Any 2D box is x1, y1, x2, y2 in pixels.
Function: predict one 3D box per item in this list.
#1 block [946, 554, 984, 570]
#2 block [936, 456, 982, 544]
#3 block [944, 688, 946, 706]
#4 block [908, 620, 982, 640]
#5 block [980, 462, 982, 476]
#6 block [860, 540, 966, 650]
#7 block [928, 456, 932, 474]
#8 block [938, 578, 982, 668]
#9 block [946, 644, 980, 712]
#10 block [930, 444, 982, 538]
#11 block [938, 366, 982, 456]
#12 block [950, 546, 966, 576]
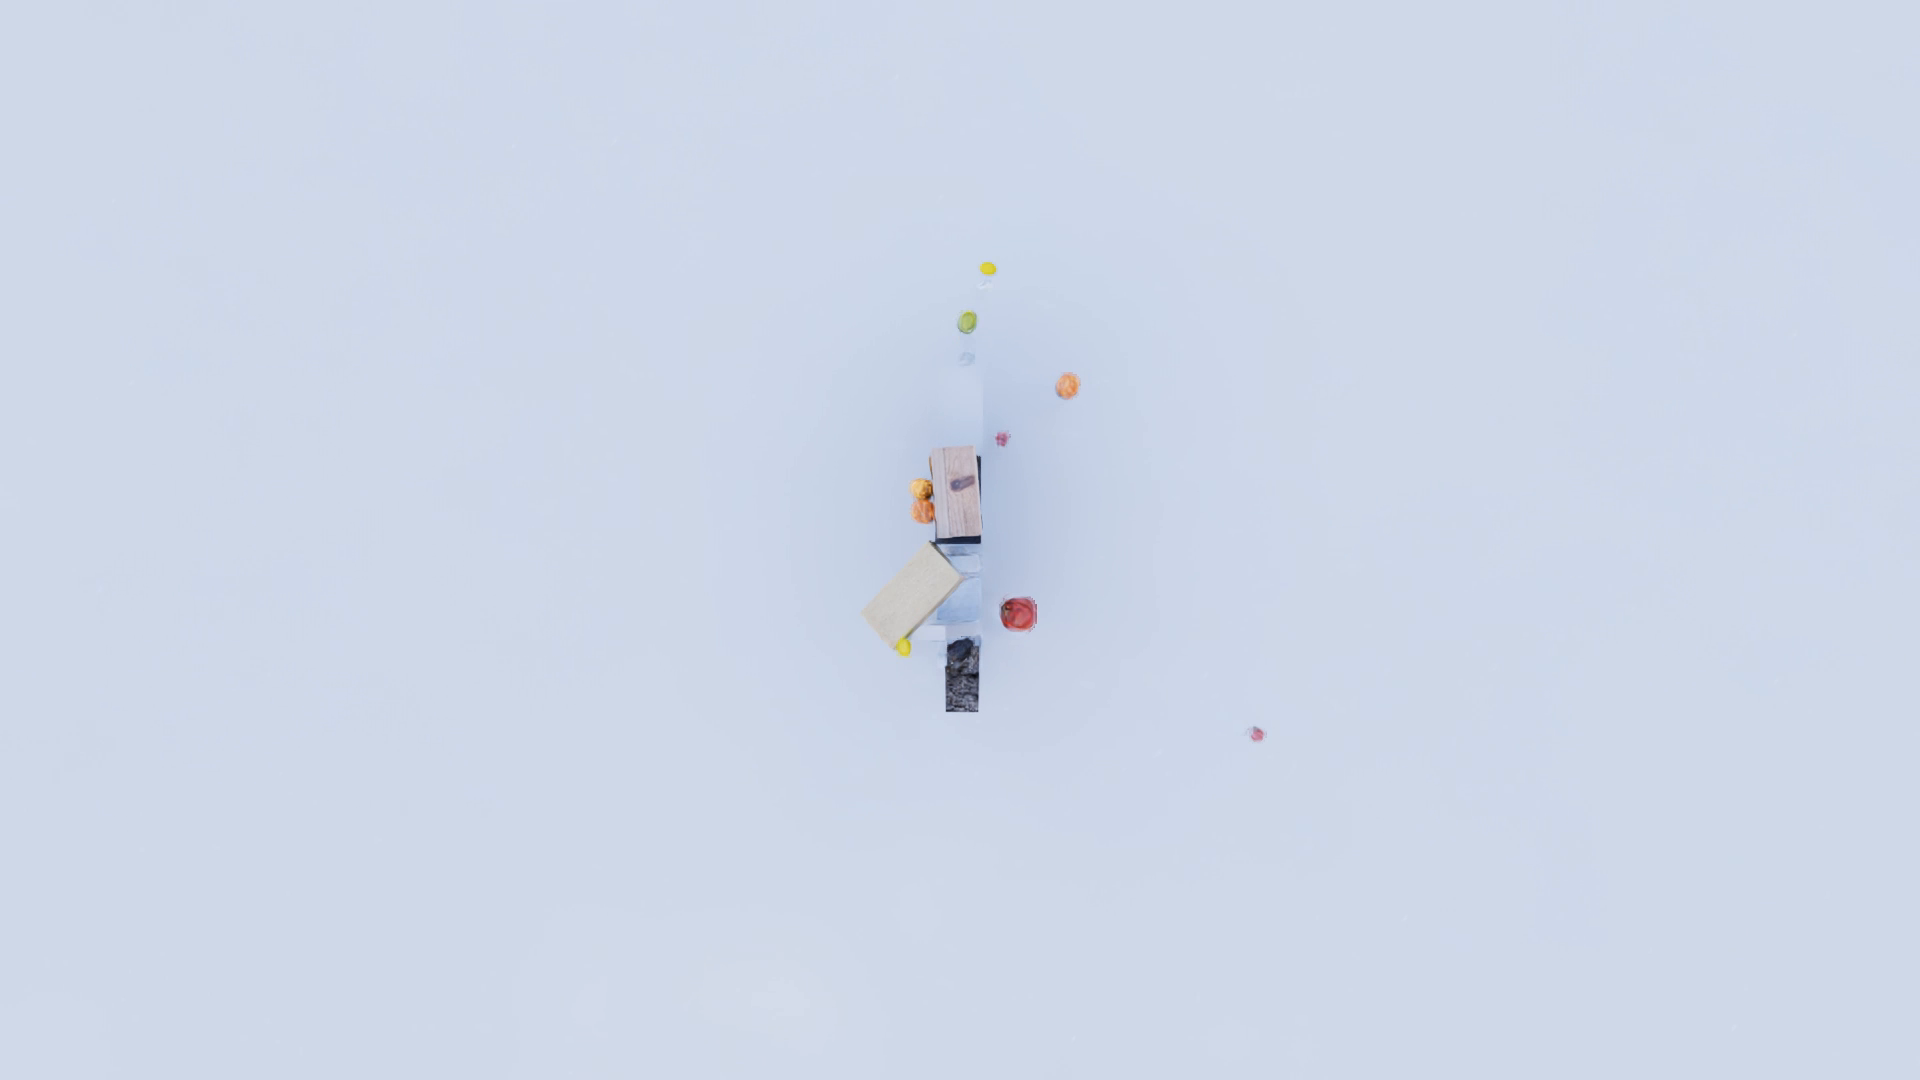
[{"bbox_3d":[-0.012,0.069,5.130,0.152,0.511,0.043,0,90,2],"label":"block"},{"bbox_3d":[-0.005,-0.129,5.196,0.142,0.040,0.284,0,90,0],"label":"block"},{"bbox_3d":[0.001,0.492,5.240,0.100,0.520,0.028,0,89,0],"label":"block"},{"bbox_3d":[-0.057,0.272,5.010,0.152,0.304,0.043,0,90,21],"label":"block"},{"bbox_3d":[-0.004,-0.223,5.358,0.142,0.284,0.040,0,90,0],"label":"block"},{"bbox_3d":[-0.140,0.165,4.862,0.304,0.043,0.152,-46,72,12],"label":"block"},{"bbox_3d":[-0.025,-0.229,5.042,0.134,0.267,0.038,-10,86,0],"label":"block"},{"bbox_3d":[-0.001,0.263,5.199,0.140,0.040,0.281,0,90,0],"label":"block"},{"bbox_3d":[0.008,0.417,4.964,0.100,0.028,0.200,1,90,-1],"label":"block"},{"bbox_3d":[-0.010,-0.143,4.888,0.134,0.038,0.267,-4,90,0],"label":"block"},{"bbox_3d":[0.001,-0.395,5.064,0.135,0.038,0.271,0,90,0],"label":"block"},{"bbox_3d":[-0.008,0.067,5.392,0.050,0.014,0.100,0,90,2],"label":"block"}]
